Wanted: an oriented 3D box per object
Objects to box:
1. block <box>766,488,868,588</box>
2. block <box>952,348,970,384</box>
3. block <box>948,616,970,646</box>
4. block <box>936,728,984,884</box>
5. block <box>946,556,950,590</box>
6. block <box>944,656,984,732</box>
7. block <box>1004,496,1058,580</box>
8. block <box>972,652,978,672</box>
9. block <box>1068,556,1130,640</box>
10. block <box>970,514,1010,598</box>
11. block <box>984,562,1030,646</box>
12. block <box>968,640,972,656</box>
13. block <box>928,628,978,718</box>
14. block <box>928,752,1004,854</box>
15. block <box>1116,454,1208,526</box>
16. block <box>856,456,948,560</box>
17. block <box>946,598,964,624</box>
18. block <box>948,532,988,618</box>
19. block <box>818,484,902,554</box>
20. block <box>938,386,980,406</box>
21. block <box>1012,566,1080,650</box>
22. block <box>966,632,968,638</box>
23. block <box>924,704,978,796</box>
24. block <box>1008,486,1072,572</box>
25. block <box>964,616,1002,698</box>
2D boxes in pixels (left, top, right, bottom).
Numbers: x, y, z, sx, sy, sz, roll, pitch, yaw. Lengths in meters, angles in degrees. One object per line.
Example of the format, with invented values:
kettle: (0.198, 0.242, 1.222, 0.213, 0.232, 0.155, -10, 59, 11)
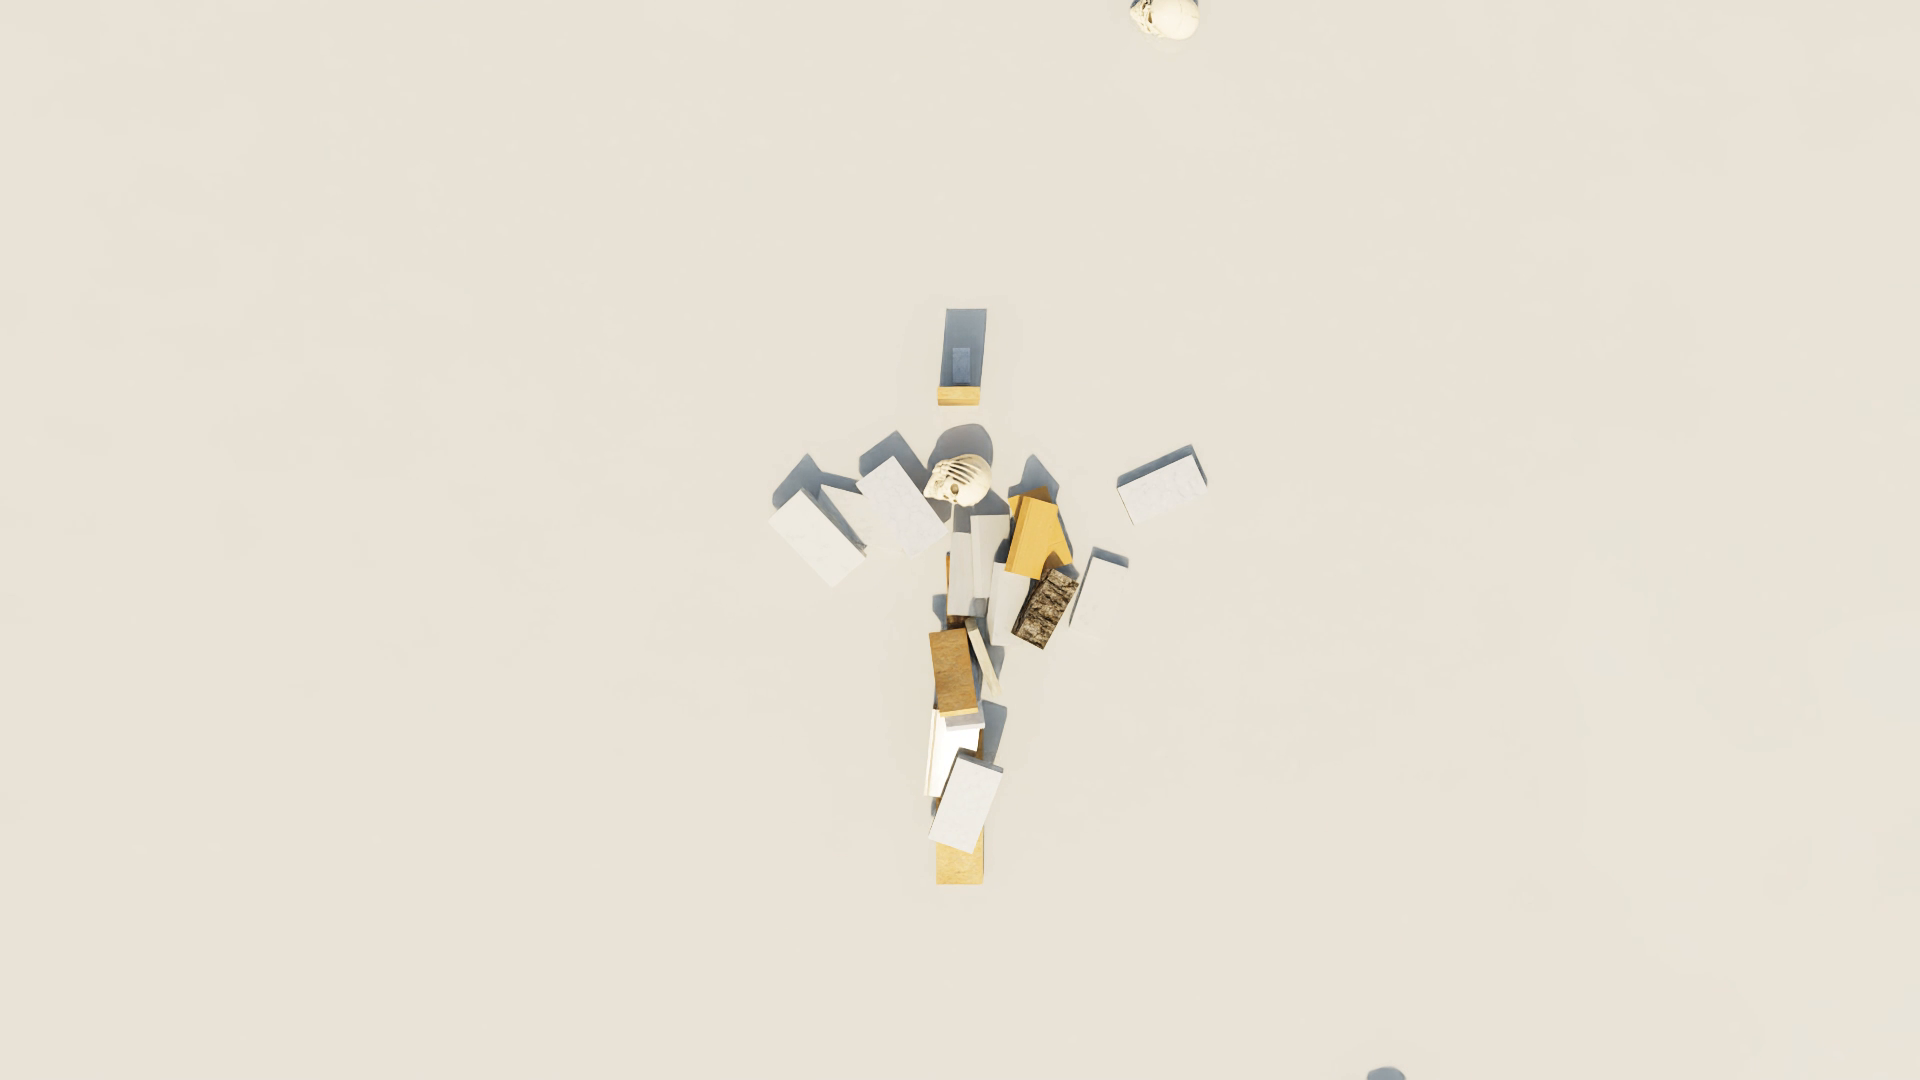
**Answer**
block: (-0.471, -0.007, 5.439, 0.155, 0.044, 0.310, -41, 99, 13)
block: (0.005, -0.569, 5.378, 0.057, 0.016, 0.114, 0, 90, 0)
block: (-0.004, 0.274, 5.468, 0.077, 0.022, 0.155, 0, 74, 0)
block: (-0.002, 0.873, 5.478, 0.155, 0.044, 0.532, 0, 90, 0)
block: (-0.017, 0.110, 5.477, 0.057, 0.016, 0.113, -2, 75, -1)
block: (0.002, 0.496, 5.327, 0.122, 0.035, 0.245, -5, 58, -6)
block: (0.235, -0.006, 5.409, 0.126, 0.036, 0.252, 15, 90, -38)
block: (0.010, 0.468, 5.455, 0.097, 0.028, 0.194, 1, 71, 0)
block: (0.461, 0.195, 5.482, 0.126, 0.036, 0.252, 19, 90, 0)
block: (0.104, 0.053, 5.442, 0.135, 0.038, 0.269, -2, 90, -40)
block: (0.158, 0.212, 5.436, 0.135, 0.038, 0.269, 5, 93, -40)
block: (0.003, 0.365, 5.464, 0.077, 0.022, 0.155, 1, 71, 0)
block: (-0.023, 0.427, 5.325, 0.122, 0.035, 0.292, -8, 58, -2)
block: (0.018, 0.860, 5.385, 0.155, 0.044, 0.311, 20, 109, 0)
block: (0.672, -0.166, 5.481, 0.270, 0.038, 0.135, -24, 90, 0)
block: (-0.189, -0.106, 5.434, 0.155, 0.044, 0.310, -36, 90, 0)
block: (-0.015, 0.217, 5.443, 0.057, 0.016, 0.113, 1, 85, 0)
block: (0.029, 0.115, 5.430, 0.135, 0.038, 0.269, 7, 83, -39)
block: (-0.327, -0.070, 5.478, 0.310, 0.044, 0.155, 15, 90, 0)
block: (-0.005, -0.466, 5.365, 0.135, 0.270, 0.038, 0, 90, 0)
block: (0.282, 0.225, 5.451, 0.126, 0.036, 0.252, 29, 90, -33)
block: (-0.017, 0.380, 5.422, 0.077, 0.022, 0.155, 1, 85, 0)
block: (-0.025, 0.693, 5.383, 0.155, 0.044, 0.311, 6, 109, 1)
block: (0.266, -0.032, 5.481, 0.135, 0.038, 0.270, -19, 90, 0)
block: (0.077, 0.384, 5.405, 0.035, 0.122, 0.245, -20, 108, 1)
